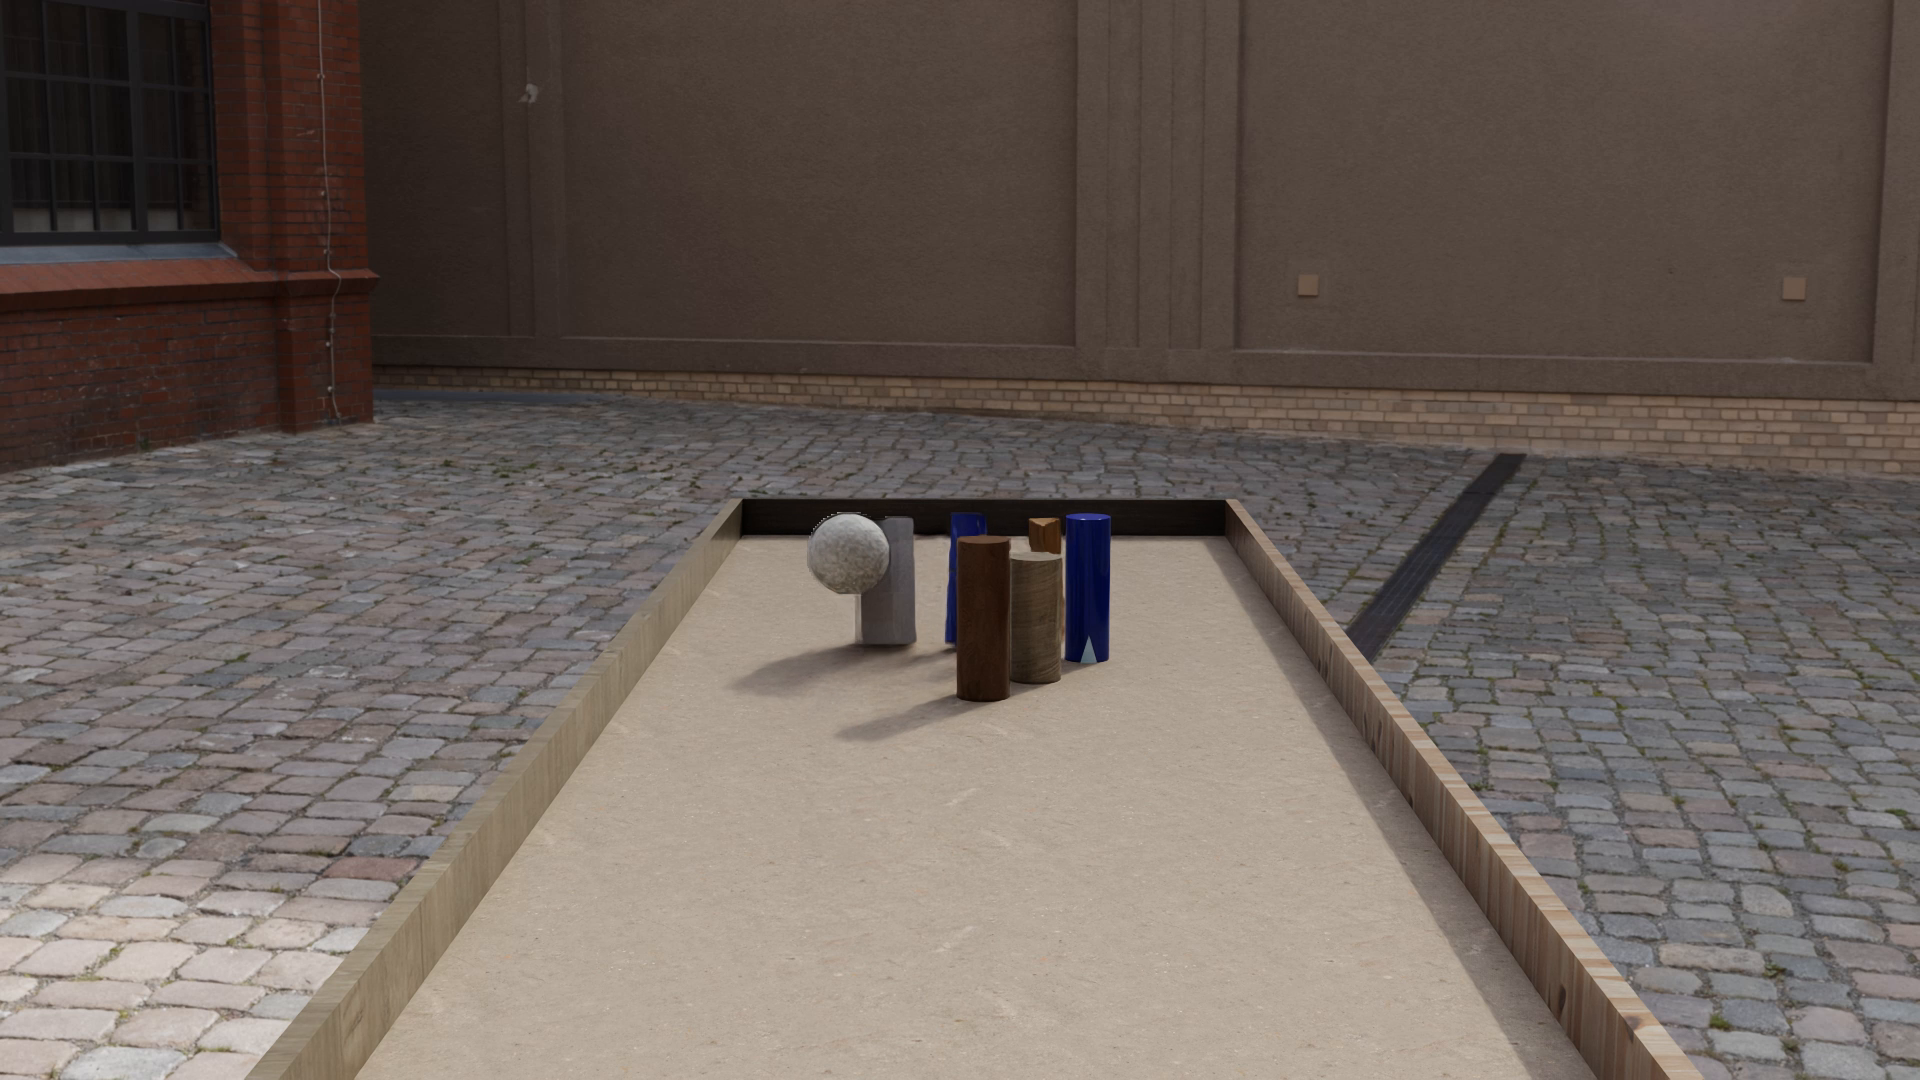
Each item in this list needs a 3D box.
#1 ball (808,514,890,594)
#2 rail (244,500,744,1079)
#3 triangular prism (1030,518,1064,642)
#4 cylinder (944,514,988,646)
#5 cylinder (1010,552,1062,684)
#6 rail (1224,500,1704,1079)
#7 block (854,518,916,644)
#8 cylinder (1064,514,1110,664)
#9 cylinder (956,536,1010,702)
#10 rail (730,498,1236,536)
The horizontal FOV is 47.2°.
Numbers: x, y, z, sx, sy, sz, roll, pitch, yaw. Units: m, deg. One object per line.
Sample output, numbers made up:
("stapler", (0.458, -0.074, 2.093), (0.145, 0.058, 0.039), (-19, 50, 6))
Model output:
("ball", (-0.337, 0.043, 6.670), (0.247, 0.247, 0.247), (0, 9, 0))
("rail", (-1.004, 0.839, 3.234), (0.050, 0.150, 12.000), (0, 9, 1))
("triangular prism", (0.261, 0.133, 6.852), (0.083, 0.402, 0.095), (7, 18, 33))
("cylinder", (0.019, 0.127, 6.869), (0.112, 0.403, 0.112), (3, -9, 0))
("cylinder", (0.219, 0.227, 6.415), (0.154, 0.363, 0.154), (0, 9, 0))
("rail", (1.046, 0.843, 3.208), (0.050, 0.150, 12.000), (0, 9, 1))
("block", (-0.238, 0.130, 6.887), (0.168, 0.386, 0.168), (-2, 0, -10))
("cylinder", (0.388, 0.146, 6.692), (0.137, 0.438, 0.137), (0, 9, 0))
("cylinder", (0.065, 0.220, 6.187), (0.151, 0.449, 0.151), (0, 9, 0))
("rail", (0.099, -0.098, 9.147), (2.100, 0.150, 0.050), (0, 9, 1))
